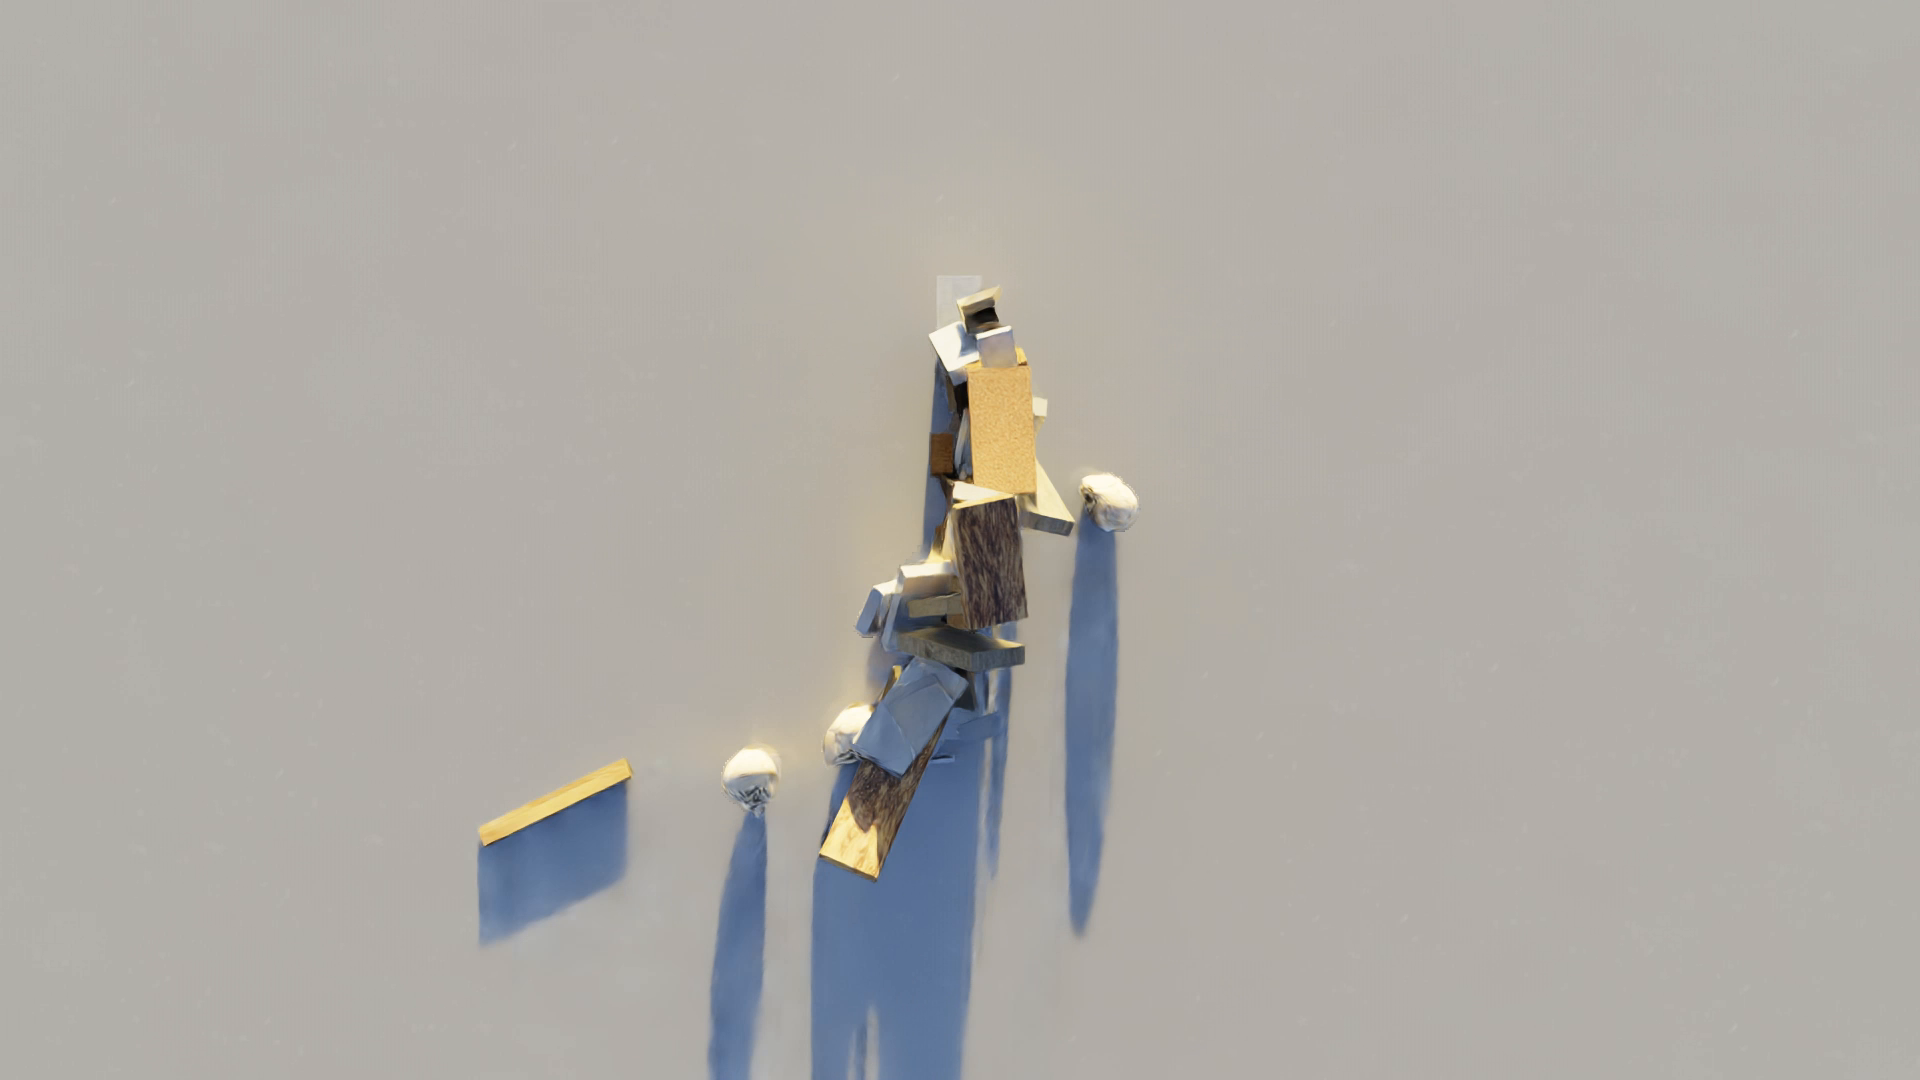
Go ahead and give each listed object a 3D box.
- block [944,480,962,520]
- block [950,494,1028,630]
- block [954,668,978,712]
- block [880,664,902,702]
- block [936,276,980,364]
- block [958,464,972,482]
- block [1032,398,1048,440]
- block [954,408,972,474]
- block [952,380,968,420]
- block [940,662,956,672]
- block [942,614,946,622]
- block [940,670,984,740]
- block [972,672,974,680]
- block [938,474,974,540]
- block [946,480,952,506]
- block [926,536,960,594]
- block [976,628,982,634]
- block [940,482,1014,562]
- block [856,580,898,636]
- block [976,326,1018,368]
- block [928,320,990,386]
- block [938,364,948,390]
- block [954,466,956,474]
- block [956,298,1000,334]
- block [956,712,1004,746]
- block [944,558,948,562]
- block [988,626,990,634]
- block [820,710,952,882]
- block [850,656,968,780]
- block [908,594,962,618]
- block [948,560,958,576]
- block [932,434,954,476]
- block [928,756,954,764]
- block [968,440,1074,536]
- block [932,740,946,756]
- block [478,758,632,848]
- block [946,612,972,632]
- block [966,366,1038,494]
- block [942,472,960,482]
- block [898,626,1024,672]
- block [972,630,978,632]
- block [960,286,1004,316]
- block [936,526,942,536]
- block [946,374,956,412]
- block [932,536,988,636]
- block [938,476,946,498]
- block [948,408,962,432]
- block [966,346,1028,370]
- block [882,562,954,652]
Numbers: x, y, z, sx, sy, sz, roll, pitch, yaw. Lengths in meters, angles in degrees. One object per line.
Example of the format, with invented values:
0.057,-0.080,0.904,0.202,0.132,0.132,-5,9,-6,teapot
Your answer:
0.008,-0.078,5.033,0.104,0.029,0.208,13,121,-1,block
0.077,0.057,4.304,0.165,0.047,0.329,-12,105,-20,block
0.001,0.450,5.087,0.085,0.024,0.171,9,131,26,block
-0.222,0.497,5.323,0.024,0.086,0.171,9,121,-18,block
-0.006,-0.695,5.207,0.137,0.039,0.275,0,90,0,block
0.019,-0.093,5.122,0.104,0.390,0.029,15,52,-2,block
0.146,-0.351,4.851,0.176,0.353,0.050,8,78,-3,block
0.084,-0.327,5.268,0.171,0.342,0.048,-12,66,-12,block
0.024,-0.467,5.382,0.077,0.022,0.154,-7,124,6,block
-0.068,0.456,5.064,0.085,0.024,0.171,14,118,14,block
0.002,0.185,4.973,0.077,0.022,0.155,20,112,5,block
0.001,0.486,5.194,0.143,0.040,0.285,-1,90,0,block
0.017,0.361,5.086,0.058,0.016,0.188,11,125,15,block
0.025,-0.083,4.974,0.104,0.029,0.208,23,108,-8,block
-0.003,-0.125,5.173,0.077,0.153,0.022,4,47,4,block
-0.029,0.094,4.890,0.149,0.298,0.042,21,116,-2,block
0.041,0.254,5.070,0.058,0.016,0.115,9,105,-11,block
0.047,-0.033,4.553,0.165,0.463,0.047,14,69,1,block
-0.141,0.171,4.875,0.042,0.410,0.149,37,119,24,block
0.114,-0.506,4.735,0.101,0.029,0.203,-16,122,-6,block
0.020,-0.583,5.011,0.171,0.371,0.048,-24,116,0,block
-0.004,-0.568,5.364,0.137,0.275,0.039,-5,71,0,block
-0.011,-0.227,5.472,0.051,0.015,0.103,7,68,5,block
0.054,-0.691,5.047,0.101,0.203,0.029,-10,122,-3,block
0.062,0.593,5.163,0.135,0.019,0.068,-20,92,-5,block
0.011,0.011,4.900,0.090,0.026,0.181,13,50,-2,block
0.008,0.283,5.324,0.175,0.349,0.049,-5,86,0,block
-0.204,0.687,4.881,0.179,0.051,0.627,22,63,5,block
-0.148,0.518,4.909,0.179,0.051,0.358,33,65,8,block
0.012,0.171,4.527,0.165,0.329,0.047,-8,89,-33,block
0.035,0.031,4.796,0.090,0.026,0.181,24,114,-7,block
-0.058,-0.283,5.462,0.073,0.021,0.146,-1,67,0,block
-0.074,0.730,5.461,0.104,0.052,0.015,-4,89,-15,block
0.178,-0.179,4.926,0.176,0.523,0.050,12,116,-23,block
-0.091,0.681,5.482,0.052,0.015,0.104,39,90,-26,block
-1.344,0.872,5.478,0.537,0.019,0.068,-26,66,0,block
-0.004,0.330,5.018,0.077,0.359,0.022,19,46,17,block
0.118,-0.307,4.647,0.176,0.050,0.353,-3,91,-3,block
0.009,-0.174,5.311,0.076,0.253,0.022,5,104,-17,block
-0.001,0.302,4.612,0.179,0.358,0.051,-5,99,-35,block
0.035,0.245,5.012,0.058,0.016,0.115,27,99,13,block
0.068,-0.722,4.965,0.101,0.202,0.029,-18,104,13,block
-0.048,0.012,5.033,0.054,0.015,0.109,3,106,4,block
-0.003,-0.485,5.433,0.077,0.154,0.022,-5,51,0,block
0.000,0.159,5.124,0.175,0.049,0.349,0,90,0,block
-0.032,-0.168,5.431,0.051,0.015,0.103,-17,67,-7,block
0.021,-0.422,5.442,0.077,0.022,0.154,15,125,-8,block
0.117,-0.446,4.928,0.171,0.342,0.048,-19,67,-4,block
-0.122,0.192,4.722,0.149,0.042,0.298,-5,134,-24,block
